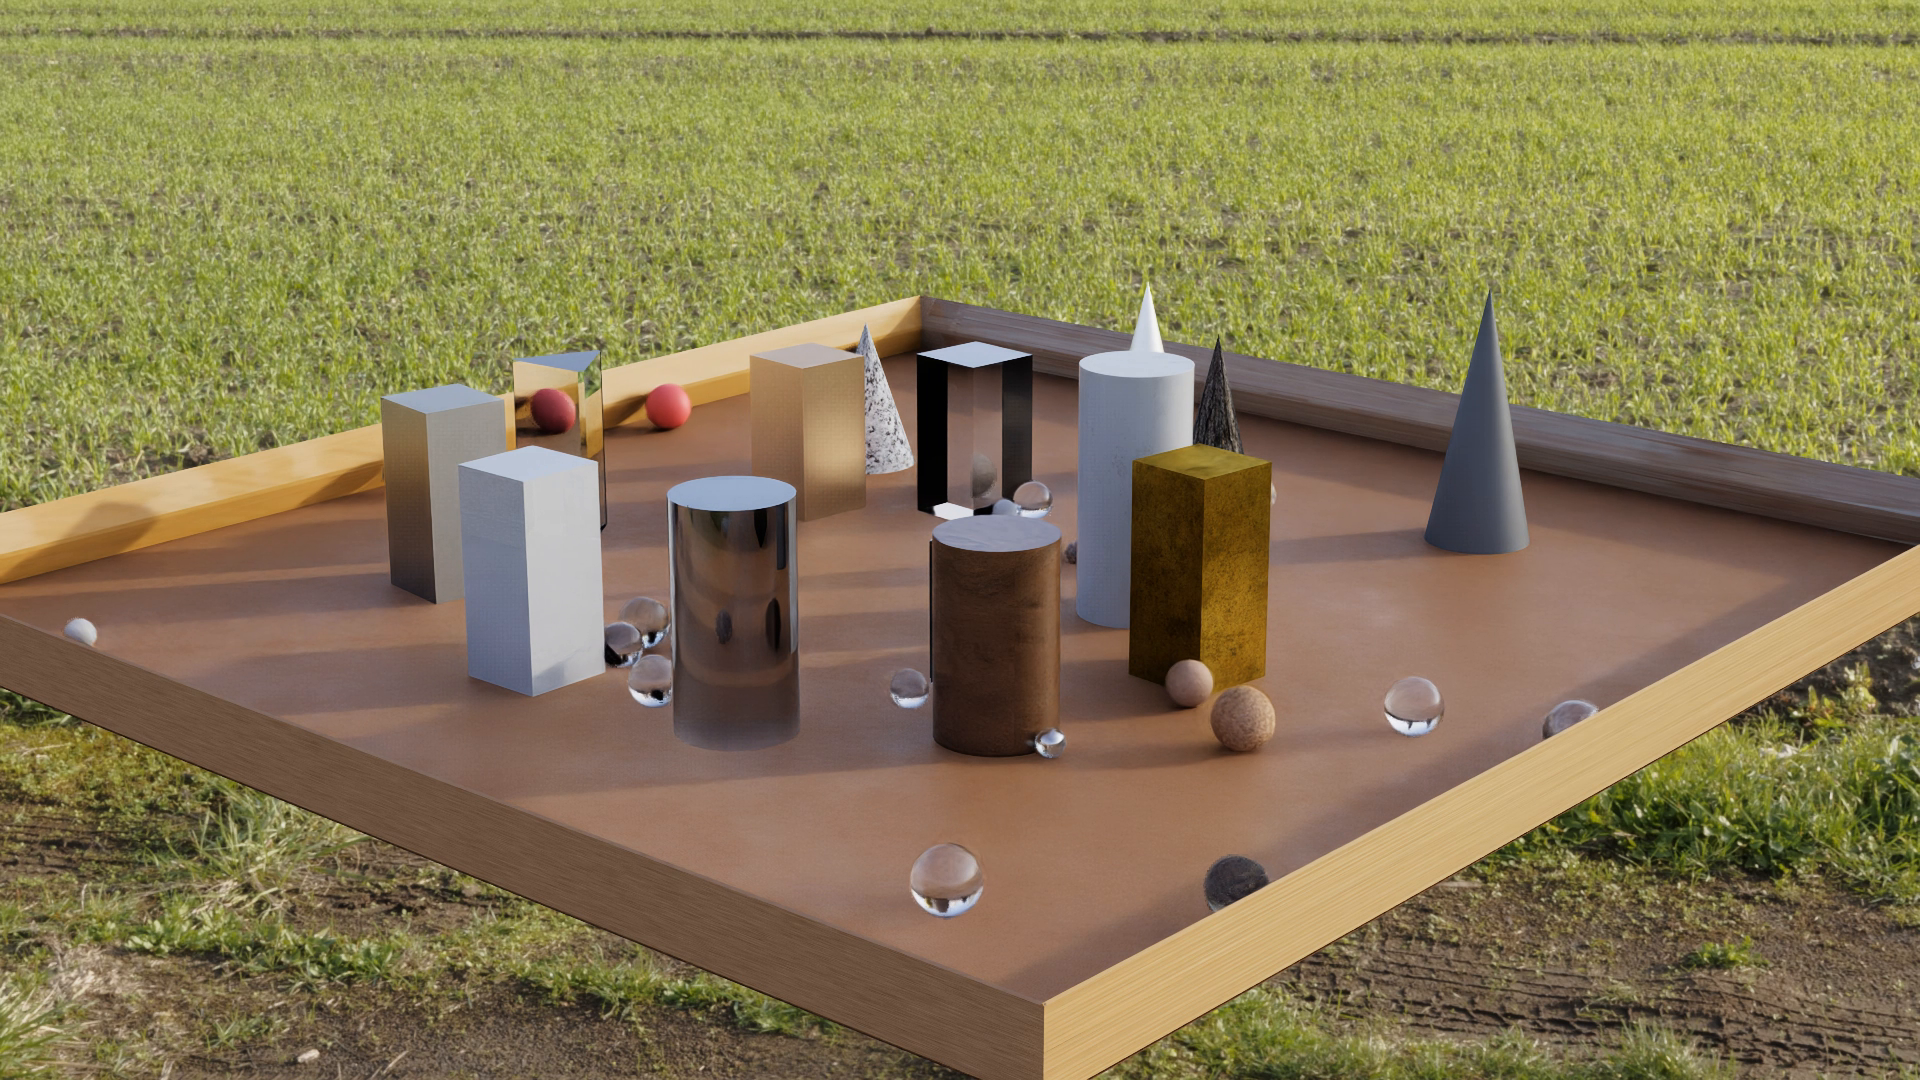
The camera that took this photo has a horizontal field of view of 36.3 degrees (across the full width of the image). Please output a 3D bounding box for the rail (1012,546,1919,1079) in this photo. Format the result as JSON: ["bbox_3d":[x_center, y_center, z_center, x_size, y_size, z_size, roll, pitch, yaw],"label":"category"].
[{"bbox_3d":[0.977,0.276,4.309,0.045,0.126,2.746,14,22,39],"label":"rail"}]

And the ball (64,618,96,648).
[{"bbox_3d":[-1.452,0.156,4.838,0.053,0.053,0.053,0,17,0],"label":"ball"}]

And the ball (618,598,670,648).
[{"bbox_3d":[-0.522,0.137,4.848,0.084,0.084,0.084,0,17,0],"label":"ball"}]

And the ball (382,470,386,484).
[{"bbox_3d":[-1.077,-0.127,5.707,0.093,0.093,0.093,0,17,0],"label":"ball"}]

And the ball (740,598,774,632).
[{"bbox_3d":[-0.340,0.126,4.931,0.057,0.057,0.057,0,17,0],"label":"ball"}]

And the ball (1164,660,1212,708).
[{"bbox_3d":[0.357,0.223,4.576,0.075,0.075,0.075,0,17,0],"label":"ball"}]

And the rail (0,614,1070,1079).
[{"bbox_3d":[-0.885,0.326,4.145,2.634,0.126,0.045,14,22,39],"label":"rail"}]

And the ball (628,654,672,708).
[{"bbox_3d":[-0.477,0.220,4.574,0.083,0.083,0.083,0,17,0],"label":"ball"}]

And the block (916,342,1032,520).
[{"bbox_3d":[0.028,-0.204,5.588,0.155,0.308,0.155,-15,23,-41],"label":"block"}]

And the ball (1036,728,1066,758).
[{"bbox_3d":[0.135,0.302,4.368,0.046,0.046,0.046,0,17,0],"label":"ball"}]

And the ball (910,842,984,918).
[{"bbox_3d":[-0.017,0.442,3.813,0.096,0.096,0.096,0,17,0],"label":"ball"}]

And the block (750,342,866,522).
[{"bbox_3d":[-0.291,-0.208,5.619,0.155,0.299,0.155,-15,23,-41],"label":"block"}]

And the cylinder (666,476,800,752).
[{"bbox_3d":[-0.341,0.109,4.434,0.194,0.375,0.194,0,17,0],"label":"cylinder"}]

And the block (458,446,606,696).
[{"bbox_3d":[-0.682,0.047,4.679,0.155,0.352,0.155,14,22,39],"label":"block"}]

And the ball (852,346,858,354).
[{"bbox_3d":[-0.219,-0.417,6.715,0.065,0.065,0.065,0,17,0],"label":"ball"}]

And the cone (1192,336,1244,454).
[{"bbox_3d":[0.461,-0.170,5.290,0.194,0.415,0.194,0,17,0],"label":"cone"}]

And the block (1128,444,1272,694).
[{"bbox_3d":[0.382,0.047,4.673,0.155,0.357,0.155,-15,22,-40],"label":"block"}]

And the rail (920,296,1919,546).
[{"bbox_3d":[0.885,-0.263,6.096,2.634,0.126,0.045,14,22,39],"label":"rail"}]

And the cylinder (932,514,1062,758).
[{"bbox_3d":[0.055,0.143,4.418,0.194,0.321,0.194,0,17,0],"label":"cylinder"}]

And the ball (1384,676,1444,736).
[{"bbox_3d":[0.690,0.253,4.452,0.090,0.090,0.090,0,17,0],"label":"ball"}]

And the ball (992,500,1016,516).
[{"bbox_3d":[0.084,-0.054,5.543,0.046,0.046,0.046,0,17,0],"label":"ball"}]

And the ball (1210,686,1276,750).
[{"bbox_3d":[0.424,0.267,4.393,0.097,0.097,0.097,0,17,0],"label":"ball"}]

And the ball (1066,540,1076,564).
[{"bbox_3d":[0.211,0.022,5.303,0.041,0.041,0.041,0,17,0],"label":"ball"}]

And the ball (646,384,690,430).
[{"bbox_3d":[-0.619,-0.282,6.215,0.096,0.096,0.096,0,17,0],"label":"ball"}]

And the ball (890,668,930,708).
[{"bbox_3d":[-0.078,0.232,4.570,0.062,0.062,0.062,0,17,0],"label":"ball"}]

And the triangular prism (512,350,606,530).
[{"bbox_3d":[-0.712,-0.175,5.445,0.168,0.335,0.145,11,20,33],"label":"triangular prism"}]

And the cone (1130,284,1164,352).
[{"bbox_3d":[0.367,-0.314,5.788,0.194,0.402,0.194,0,17,0],"label":"cone"}]

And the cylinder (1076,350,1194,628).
[{"bbox_3d":[0.296,-0.086,4.977,0.194,0.436,0.194,0,17,0],"label":"cylinder"}]

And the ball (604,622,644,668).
[{"bbox_3d":[-0.550,0.169,4.756,0.075,0.075,0.075,0,17,0],"label":"ball"}]

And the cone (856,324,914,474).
[{"bbox_3d":[-0.189,-0.299,5.933,0.194,0.292,0.194,0,17,0],"label":"cone"}]

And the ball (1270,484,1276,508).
[{"bbox_3d":[0.566,-0.086,5.601,0.076,0.076,0.076,0,17,0],"label":"ball"}]

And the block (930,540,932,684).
[{"bbox_3d":[0.055,0.105,4.684,0.155,0.239,0.155,8,19,25],"label":"block"}]

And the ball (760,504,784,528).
[{"bbox_3d":[-0.353,-0.044,5.512,0.046,0.046,0.046,0,17,0],"label":"ball"}]

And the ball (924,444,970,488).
[{"bbox_3d":[-0.026,-0.145,5.776,0.087,0.087,0.087,0,17,0],"label":"ball"}]

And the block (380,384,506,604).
[{"bbox_3d":[-0.897,-0.083,5.131,0.155,0.340,0.155,-14,22,-38],"label":"block"}]

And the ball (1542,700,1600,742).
[{"bbox_3d":[0.911,0.284,4.340,0.094,0.094,0.094,0,17,0],"label":"ball"}]

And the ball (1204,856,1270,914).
[{"bbox_3d":[0.359,0.453,3.799,0.085,0.085,0.085,0,17,0],"label":"ball"}]

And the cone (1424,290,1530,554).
[{"bbox_3d":[0.961,-0.231,5.382,0.194,0.479,0.194,0,17,0],"label":"cone"}]

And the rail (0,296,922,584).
[{"bbox_3d":[-0.977,-0.213,5.932,0.045,0.126,2.746,14,22,39],"label":"rail"}]

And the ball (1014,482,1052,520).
[{"bbox_3d":[0.138,-0.074,5.561,0.075,0.075,0.075,0,17,0],"label":"ball"}]
